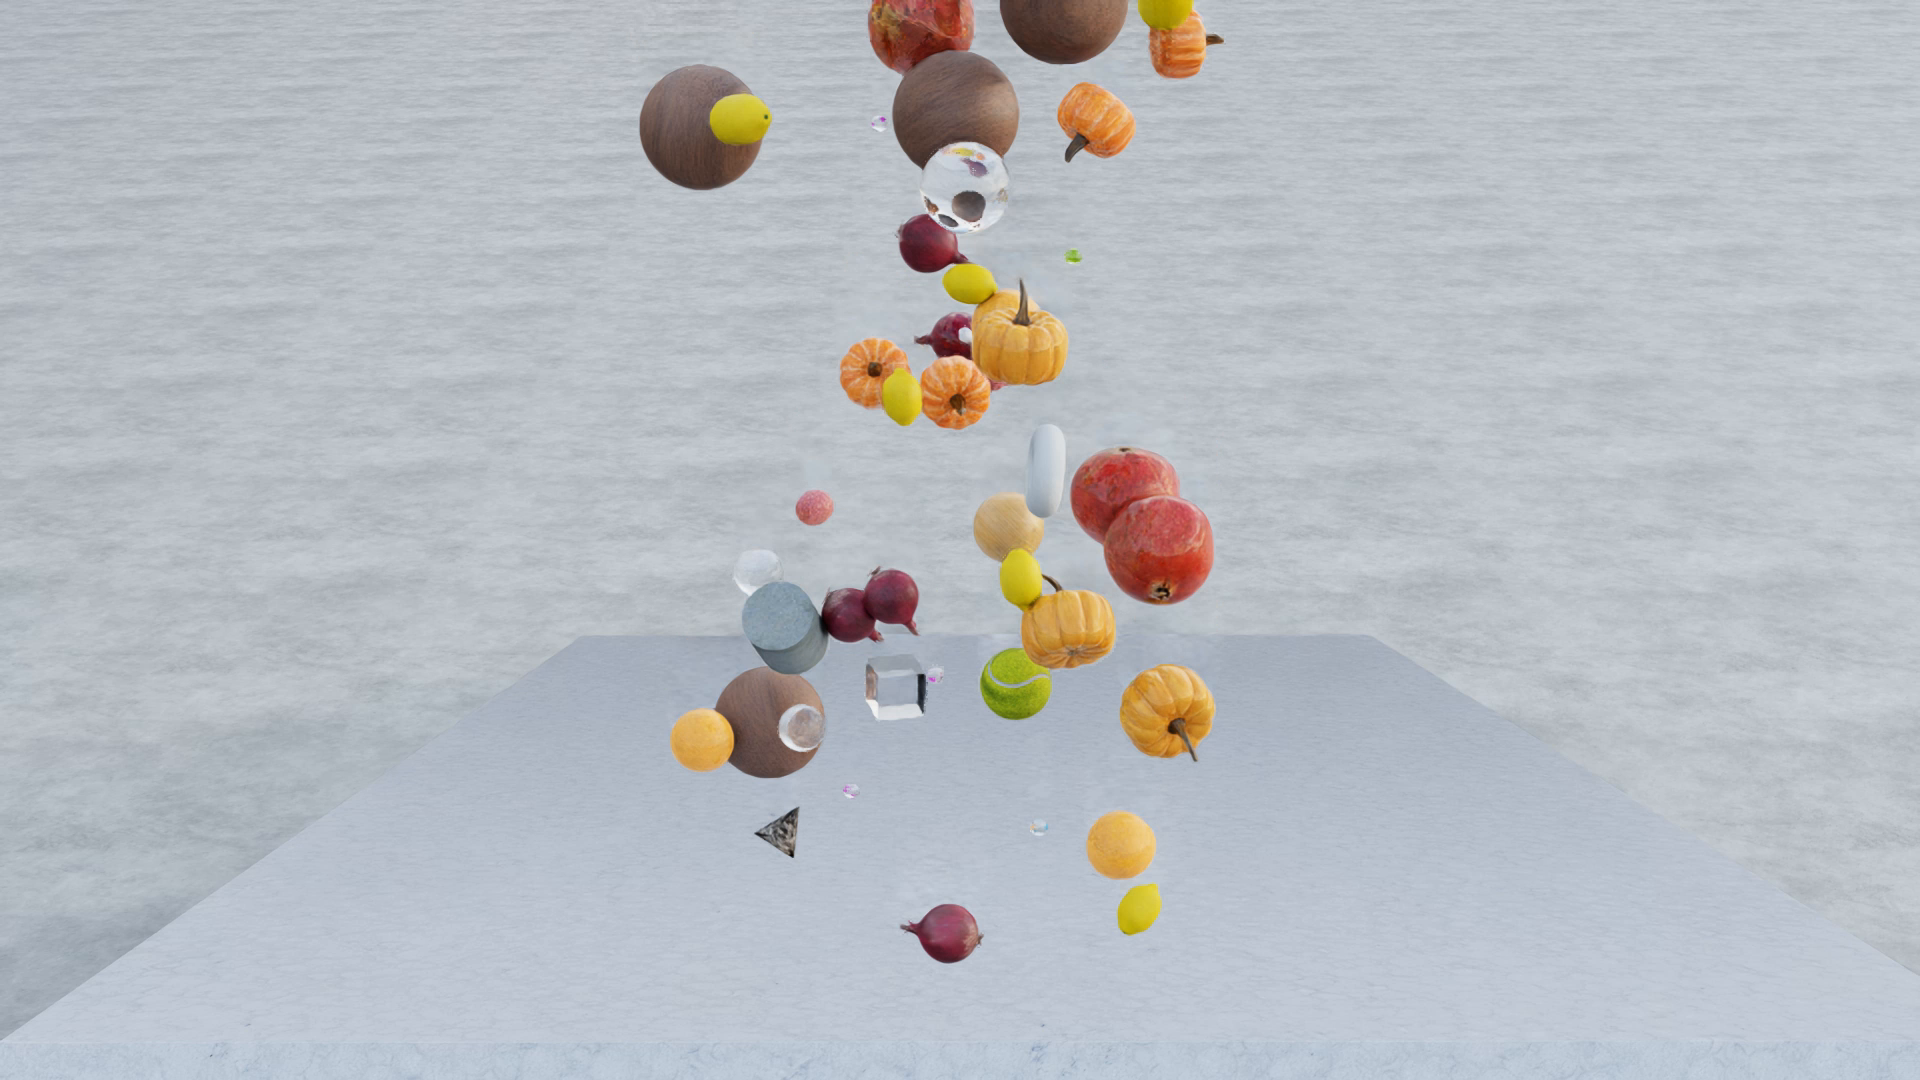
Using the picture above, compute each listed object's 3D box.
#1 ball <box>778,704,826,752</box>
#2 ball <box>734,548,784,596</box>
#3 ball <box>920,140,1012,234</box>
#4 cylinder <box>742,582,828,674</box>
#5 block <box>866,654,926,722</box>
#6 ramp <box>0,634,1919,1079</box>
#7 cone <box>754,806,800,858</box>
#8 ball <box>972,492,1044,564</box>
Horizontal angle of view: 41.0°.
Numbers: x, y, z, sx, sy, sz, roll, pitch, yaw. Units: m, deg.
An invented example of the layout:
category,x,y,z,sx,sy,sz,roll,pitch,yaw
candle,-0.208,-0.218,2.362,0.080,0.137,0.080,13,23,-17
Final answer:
category,x,y,z,sx,sy,sz,roll,pitch,yaw
ball,-0.176,0.209,2.856,0.053,0.053,0.053,0,20,0
ball,-0.226,0.036,2.878,0.056,0.056,0.056,0,20,0
ball,0.005,-0.322,2.342,0.084,0.084,0.084,0,20,0
cylinder,-0.188,0.096,2.772,0.078,0.078,0.078,4,-21,12
block,-0.071,0.161,2.820,0.052,0.052,0.052,-5,23,-15
ramp,0.046,0.418,4.535,2.000,0.100,4.000,0,4,0
cone,-0.195,0.321,2.886,0.053,0.053,0.053,32,-8,5
ball,0.055,-0.014,2.887,0.081,0.081,0.081,0,20,0
